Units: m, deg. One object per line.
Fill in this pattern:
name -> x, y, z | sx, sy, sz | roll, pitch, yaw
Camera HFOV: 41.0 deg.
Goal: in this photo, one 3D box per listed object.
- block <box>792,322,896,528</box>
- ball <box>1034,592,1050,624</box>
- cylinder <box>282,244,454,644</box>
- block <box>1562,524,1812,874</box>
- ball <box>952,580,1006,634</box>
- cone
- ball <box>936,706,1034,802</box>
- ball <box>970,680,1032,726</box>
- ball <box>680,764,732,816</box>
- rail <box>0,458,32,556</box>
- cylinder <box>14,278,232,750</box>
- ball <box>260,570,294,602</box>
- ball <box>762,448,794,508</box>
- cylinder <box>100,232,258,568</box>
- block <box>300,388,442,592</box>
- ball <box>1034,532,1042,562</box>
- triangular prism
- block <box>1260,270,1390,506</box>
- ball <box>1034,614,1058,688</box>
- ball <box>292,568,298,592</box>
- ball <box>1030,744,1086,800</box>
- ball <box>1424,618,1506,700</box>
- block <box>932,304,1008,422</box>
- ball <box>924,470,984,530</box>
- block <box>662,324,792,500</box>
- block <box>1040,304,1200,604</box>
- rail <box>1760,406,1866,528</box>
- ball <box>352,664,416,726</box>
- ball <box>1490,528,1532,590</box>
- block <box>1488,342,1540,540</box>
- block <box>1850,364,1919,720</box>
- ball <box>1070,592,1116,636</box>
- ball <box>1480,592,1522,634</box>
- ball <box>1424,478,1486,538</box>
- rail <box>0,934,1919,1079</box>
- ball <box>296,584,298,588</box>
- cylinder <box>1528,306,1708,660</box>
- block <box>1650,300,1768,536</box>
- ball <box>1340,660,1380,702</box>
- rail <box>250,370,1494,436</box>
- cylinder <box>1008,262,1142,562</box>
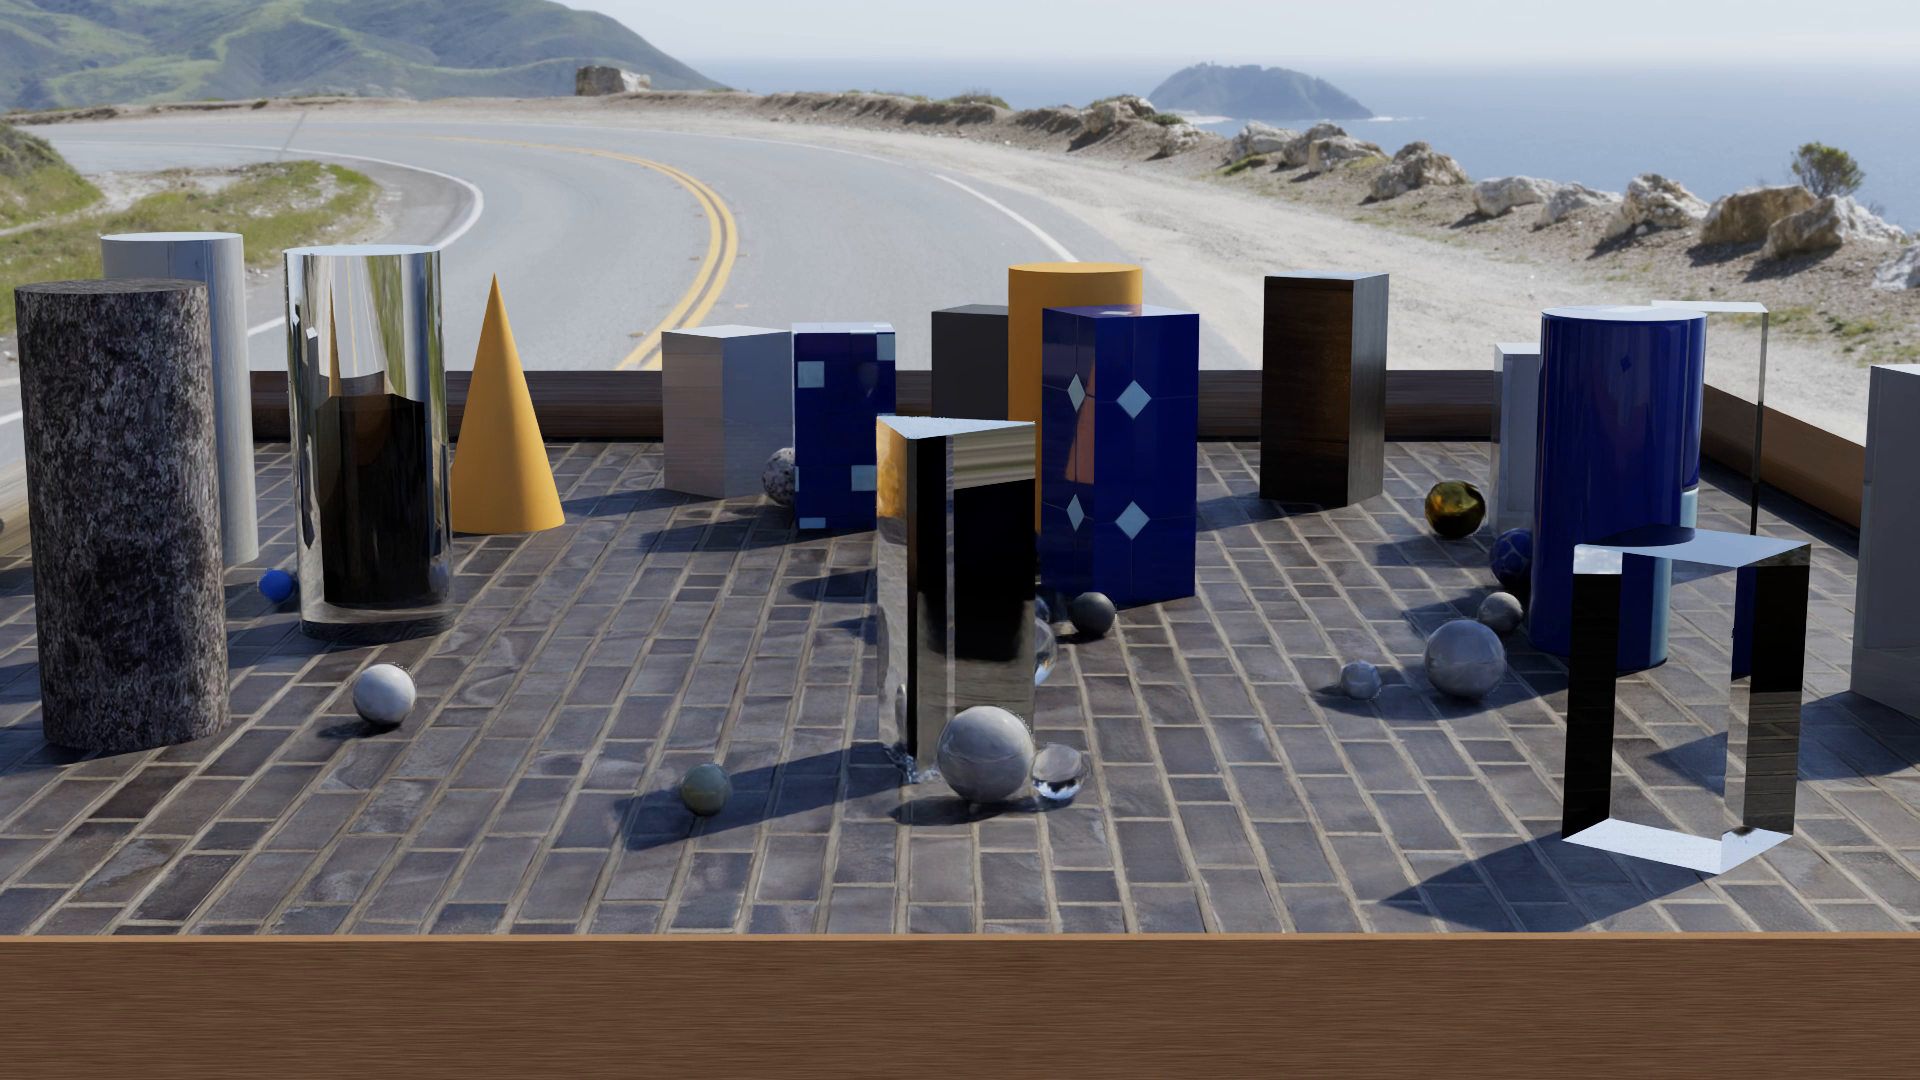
block -> -0.189, -0.187, 4.145 | 0.160, 0.313, 0.160 | -1, 11, -5
ball -> 0.086, 0.096, 3.312 | 0.060, 0.060, 0.060 | 0, 10, 0
cylinder -> -0.766, -0.129, 3.333 | 0.200, 0.494, 0.200 | 0, 10, 0
block -> 0.686, 0.144, 2.426 | 0.160, 0.286, 0.160 | 9, 14, 40
ball -> 0.024, 0.087, 3.326 | 0.070, 0.070, 0.070 | 0, 10, 0
cone -> -0.738, -0.227, 4.106 | 0.200, 0.405, 0.200 | 0, 10, 0
ball -> 0.025, 0.214, 2.567 | 0.097, 0.097, 0.097 | 0, 10, 0
ball -> 0.044, 0.187, 2.798 | 0.066, 0.066, 0.066 | 0, 10, 0
ball -> -0.249, 0.246, 2.520 | 0.051, 0.051, 0.051 | 0, 10, 0
rail -> -1.416, 0.035, 3.441 | 0.045, 0.130, 3.365 | 0, 10, 0
cylinder -> -0.917, -0.033, 2.819 | 0.200, 0.492, 0.200 | 0, 10, 0
ball -> -0.939, 0.063, 3.526 | 0.045, 0.045, 0.045 | 0, 10, 0
ball -> -0.281, -0.105, 4.285 | 0.100, 0.100, 0.100 | 0, 10, 0
cylinder -> -1.153, -0.208, 3.799 | 0.200, 0.480, 0.200 | 0, 10, 0
block -> -0.835, -0.072, 3.651 | 0.160, 0.266, 0.160 | 0, 10, -3
ball -> 0.090, 0.009, 3.775 | 0.061, 0.061, 0.061 | 0, 10, 0
triangular prism -> -0.036, 0.054, 2.719 | 0.173, 0.358, 0.150 | -9, 14, -42
block -> 0.620, -0.262, 4.369 | 0.160, 0.379, 0.160 | 6, 12, 30
ball -> 0.065, 0.130, 3.018 | 0.098, 0.098, 0.098 | 0, 10, 0
ball -> -0.908, 0.057, 3.568 | 0.043, 0.043, 0.043 | 0, 10, 0
ball -> 0.099, 0.233, 2.577 | 0.056, 0.056, 0.056 | 0, 10, 0
ball -> 0.586, 0.139, 2.982 | 0.094, 0.094, 0.094 | 0, 10, 0
block -> 0.057, -0.262, 4.585 | 0.160, 0.300, 0.160 | 5, 12, 26
ball -> -0.010, -0.063, 4.071 | 0.096, 0.096, 0.096 | 0, 10, 0
block -> -0.402, -0.225, 4.453 | 0.160, 0.276, 0.160 | 10, 14, 43
block -> 0.221, -0.123, 3.575 | 0.160, 0.393, 0.160 | -5, 11, -24
rail -> 1.416, 0.032, 3.457 | 0.045, 0.130, 3.365 | 0, 10, 0
ball -> -0.644, 0.173, 2.865 | 0.069, 0.069, 0.069 | 0, 10, 0
ball -> 0.789, 0.027, 3.609 | 0.087, 0.087, 0.087 | 0, 10, 0
block -> 0.919, -0.153, 4.014 | 0.160, 0.293, 0.160 | 1, 11, 7
block -> 1.148, -0.001, 2.939 | 0.160, 0.385, 0.160 | -2, 11, -12
ball -> 0.172, 0.095, 3.318 | 0.058, 0.058, 0.058 | 0, 10, 0
ball -> 0.701, 0.095, 3.327 | 0.055, 0.055, 0.055 | 0, 10, 0
ball -> 0.772, -0.049, 4.004 | 0.093, 0.093, 0.093 | 0, 10, 0
rail -> 0.010, 0.335, 1.817 | 2.880, 0.130, 0.045 | 0, 10, 0
ball -> -0.889, 0.063, 3.529 | 0.045, 0.045, 0.045 | 0, 10, 0
cylinder -> 0.824, -0.074, 3.223 | 0.200, 0.424, 0.200 | 0, 10, 0
block -> 1.116, -0.165, 3.860 | 0.160, 0.373, 0.160 | 2, 11, 13
ball -> 0.464, 0.164, 2.978 | 0.047, 0.047, 0.047 | 0, 10, 0
rail -> -0.010, -0.268, 5.080 | 2.880, 0.130, 0.045 | 0, 10, 0
cylinder -> 0.172, -0.194, 3.855 | 0.200, 0.431, 0.200 | 0, 10, 0
